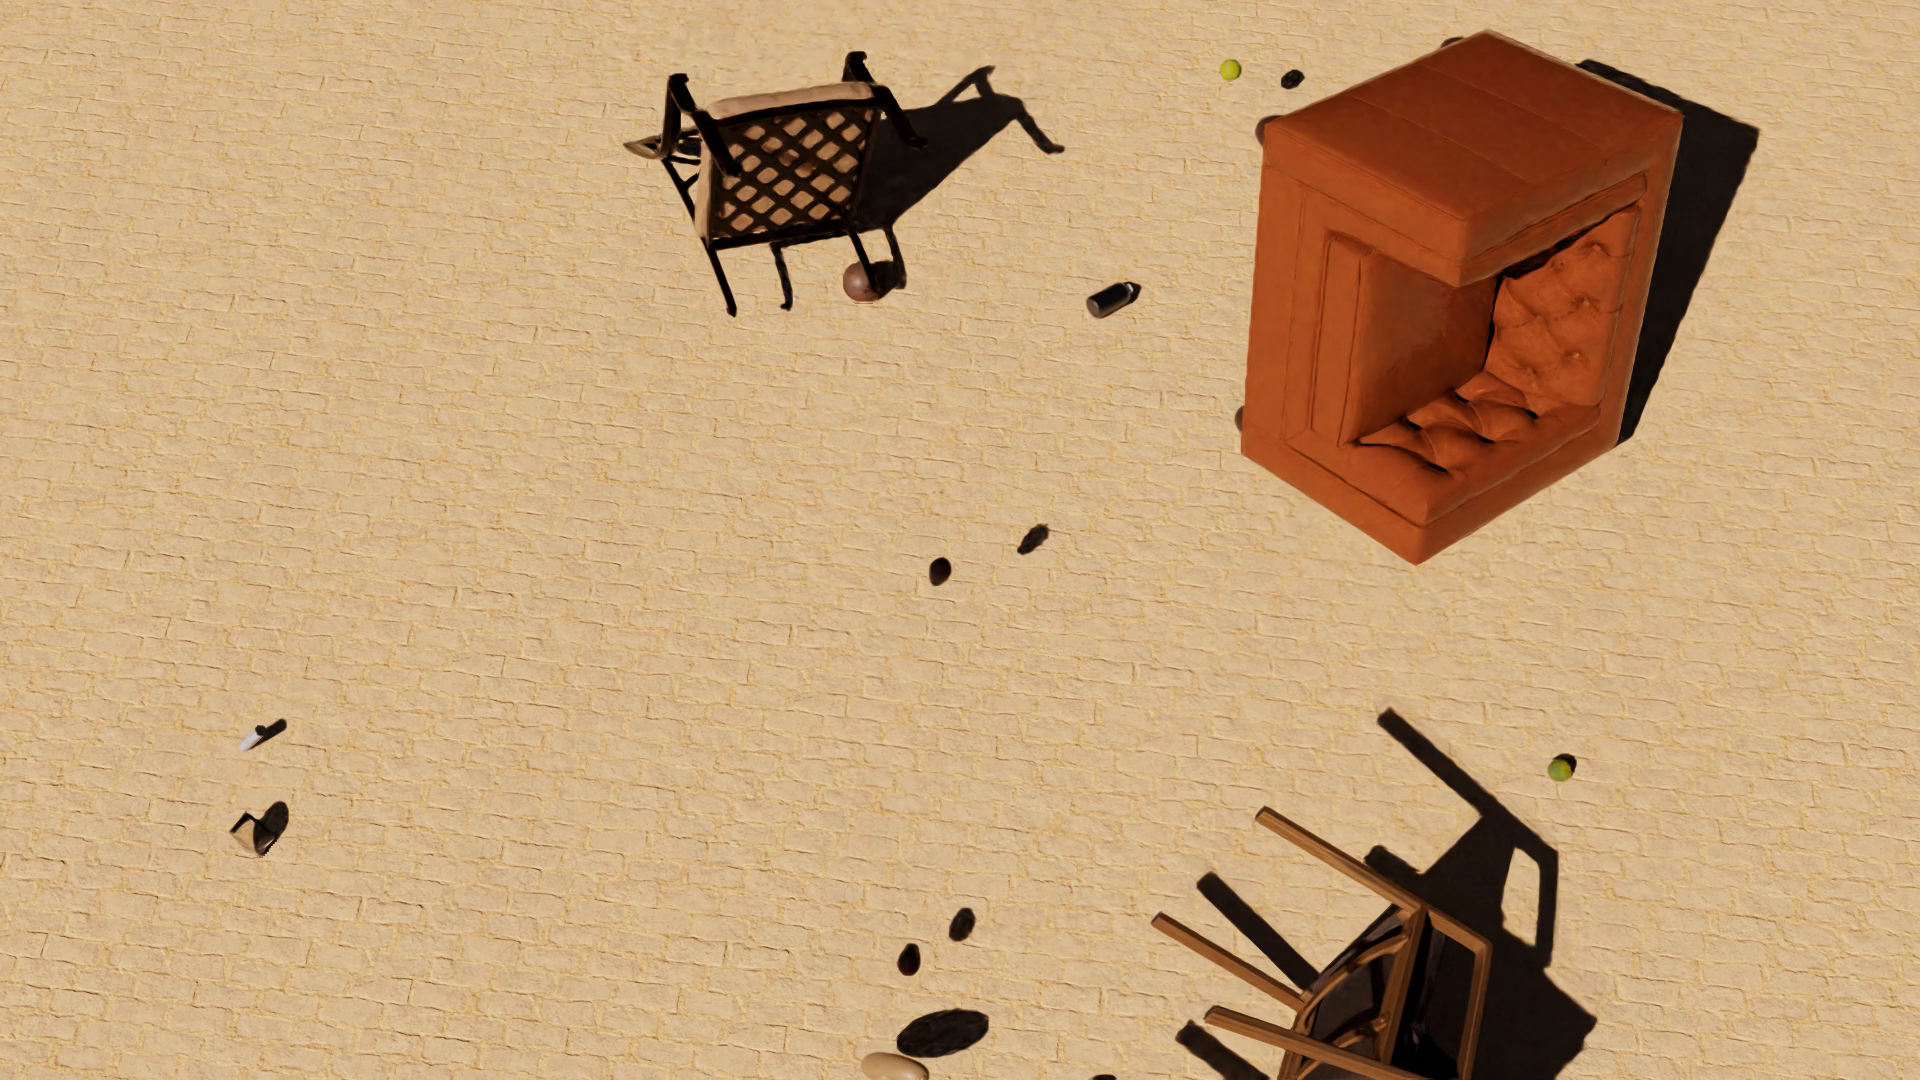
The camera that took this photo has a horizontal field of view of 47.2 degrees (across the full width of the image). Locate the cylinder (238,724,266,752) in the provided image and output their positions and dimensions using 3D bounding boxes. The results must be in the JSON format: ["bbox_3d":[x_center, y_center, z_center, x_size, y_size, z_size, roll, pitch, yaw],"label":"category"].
[{"bbox_3d":[-1.980,0.555,6.153,0.032,0.081,0.045,42,25,-19],"label":"cylinder"}]

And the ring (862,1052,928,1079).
[{"bbox_3d":[-0.162,1.319,5.471,0.213,0.101,0.061,-1,54,41],"label":"ring"}]

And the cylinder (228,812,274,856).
[{"bbox_3d":[-1.926,0.801,5.982,0.058,0.111,0.066,-7,41,51],"label":"cylinder"}]
